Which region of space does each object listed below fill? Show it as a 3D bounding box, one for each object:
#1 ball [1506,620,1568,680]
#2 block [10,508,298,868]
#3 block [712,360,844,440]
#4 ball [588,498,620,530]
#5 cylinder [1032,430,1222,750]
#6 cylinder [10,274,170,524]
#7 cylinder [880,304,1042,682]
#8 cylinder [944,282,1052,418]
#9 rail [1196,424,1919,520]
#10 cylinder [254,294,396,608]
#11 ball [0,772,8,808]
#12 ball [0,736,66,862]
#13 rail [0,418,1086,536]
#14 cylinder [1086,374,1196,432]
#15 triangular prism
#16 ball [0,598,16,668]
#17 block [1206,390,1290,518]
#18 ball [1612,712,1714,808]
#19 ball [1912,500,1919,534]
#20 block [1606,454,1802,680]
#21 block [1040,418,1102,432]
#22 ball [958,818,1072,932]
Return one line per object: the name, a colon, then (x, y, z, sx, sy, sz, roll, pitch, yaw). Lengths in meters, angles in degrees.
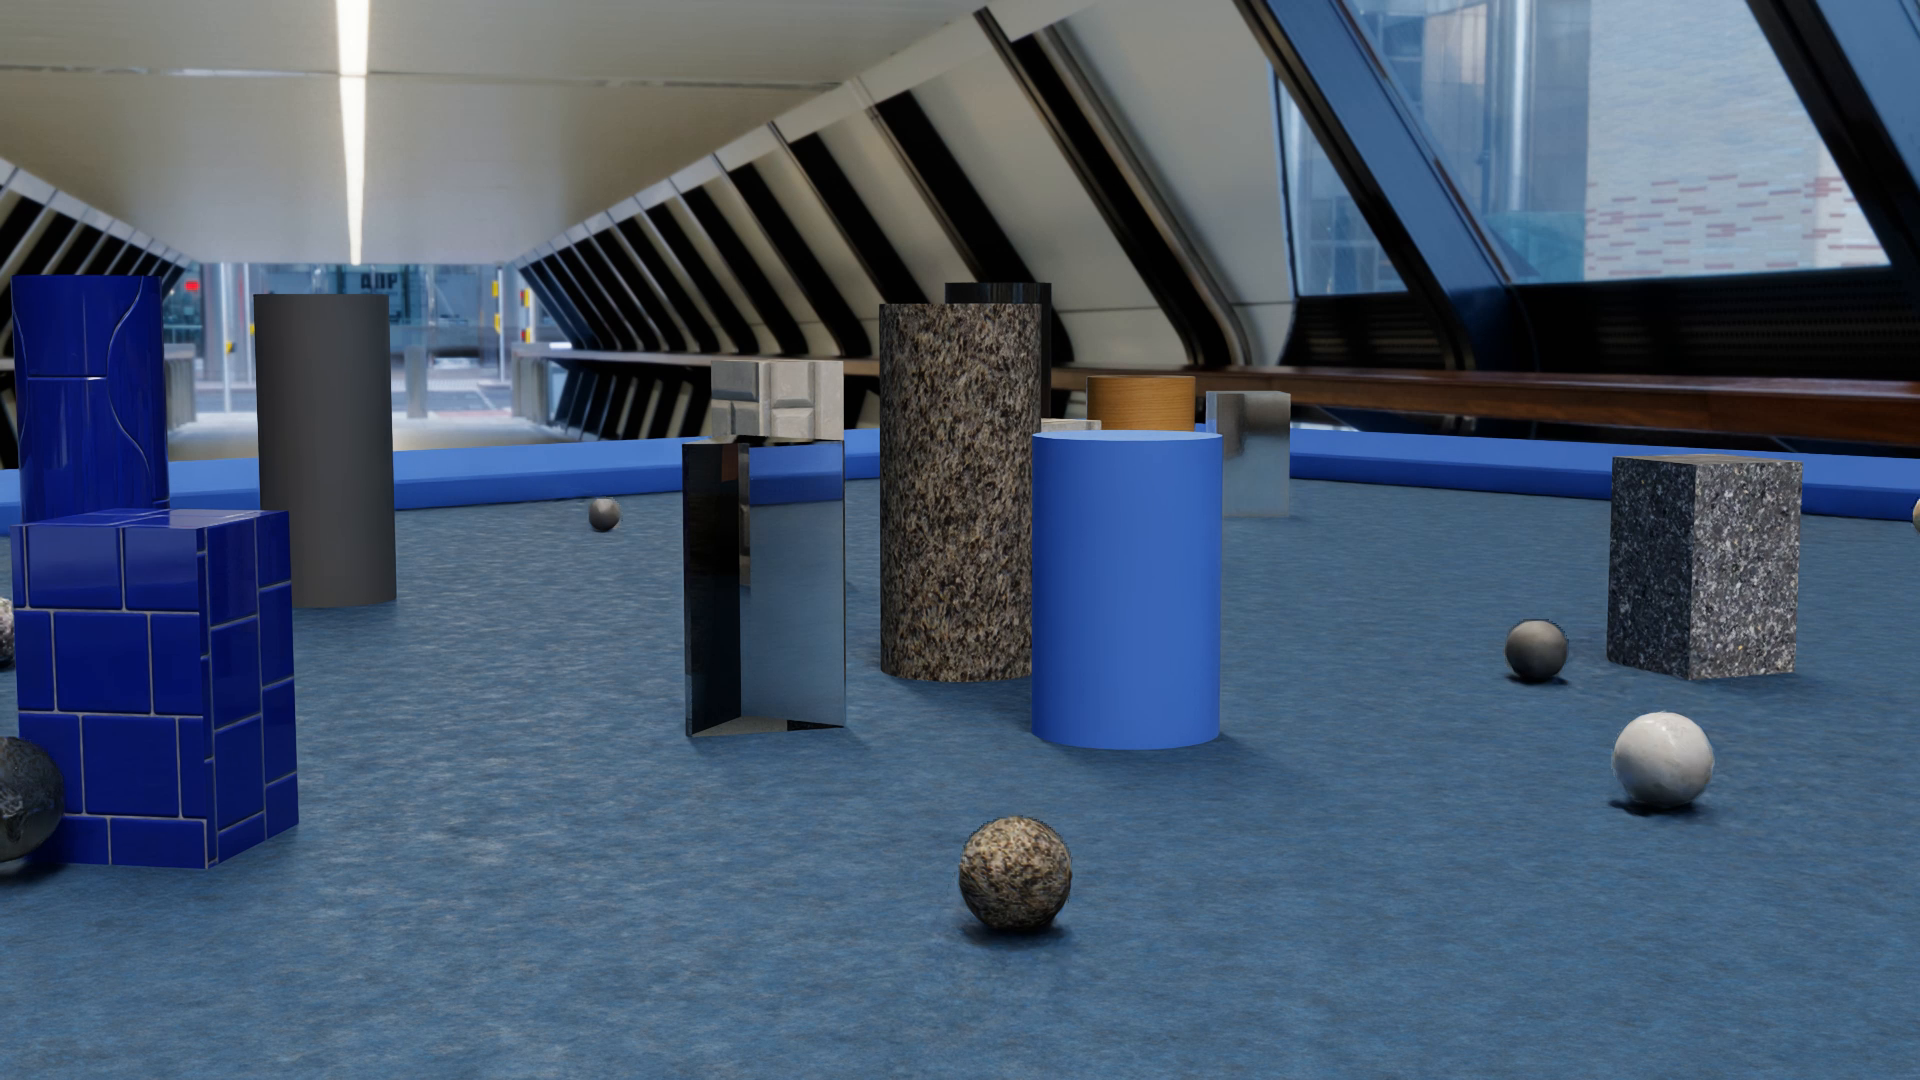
ball: (0.698, 0.133, 2.662, 0.073, 0.073, 0.073, 0, 6, 0)
block: (-0.668, 0.118, 1.838, 0.160, 0.274, 0.160, 1, 6, 9)
block: (-0.304, -0.117, 3.662, 0.160, 0.362, 0.160, -4, 7, -35)
ball: (-0.724, -0.052, 4.474, 0.065, 0.065, 0.065, 0, 6, 0)
cylinder: (0.175, 0.047, 2.322, 0.200, 0.315, 0.200, 0, 6, 0)
cylinder: (-1.236, -0.128, 3.138, 0.200, 0.494, 0.200, 0, 6, 0)
cylinder: (0.000, -0.065, 2.724, 0.200, 0.453, 0.200, 0, 6, 0)
cylinder: (0.071, -0.232, 4.121, 0.200, 0.497, 0.200, 0, 6, 0)
rail: (1.760, -0.134, 4.947, 0.045, 0.130, 4.111, -5, 8, -42)
cylinder: (-0.977, -0.142, 3.387, 0.200, 0.470, 0.200, 0, 6, 0)
ball: (-0.863, 0.220, 1.927, 0.052, 0.052, 0.052, 0, 6, 0)
ball: (-0.757, 0.204, 1.729, 0.099, 0.099, 0.099, 0, 6, 0)
rail: (-1.378, -0.121, 4.817, 4.836, 0.130, 0.045, -5, 8, -42)
cylinder: (0.330, -0.136, 4.026, 0.200, 0.326, 0.200, 0, 6, 0)
triangular prism: (-0.229, 0.043, 2.390, 0.173, 0.308, 0.150, -2, 6, -19)
ball: (-1.206, 0.116, 2.735, 0.092, 0.092, 0.092, 0, 6, 0)
block: (0.630, -0.190, 4.828, 0.160, 0.268, 0.160, 0, 6, -2)
ball: (0.632, 0.198, 1.975, 0.087, 0.087, 0.087, 0, 6, 0)
ball: (1.892, -0.045, 4.244, 0.100, 0.100, 0.100, 0, 6, 0)
block: (0.929, 0.029, 2.751, 0.160, 0.261, 0.160, -2, 6, -20)
block: (0.103, -0.042, 3.345, 0.160, 0.279, 0.160, 4, 7, 36)
ball: (0.040, 0.241, 1.582, 0.082, 0.082, 0.082, 0, 6, 0)
